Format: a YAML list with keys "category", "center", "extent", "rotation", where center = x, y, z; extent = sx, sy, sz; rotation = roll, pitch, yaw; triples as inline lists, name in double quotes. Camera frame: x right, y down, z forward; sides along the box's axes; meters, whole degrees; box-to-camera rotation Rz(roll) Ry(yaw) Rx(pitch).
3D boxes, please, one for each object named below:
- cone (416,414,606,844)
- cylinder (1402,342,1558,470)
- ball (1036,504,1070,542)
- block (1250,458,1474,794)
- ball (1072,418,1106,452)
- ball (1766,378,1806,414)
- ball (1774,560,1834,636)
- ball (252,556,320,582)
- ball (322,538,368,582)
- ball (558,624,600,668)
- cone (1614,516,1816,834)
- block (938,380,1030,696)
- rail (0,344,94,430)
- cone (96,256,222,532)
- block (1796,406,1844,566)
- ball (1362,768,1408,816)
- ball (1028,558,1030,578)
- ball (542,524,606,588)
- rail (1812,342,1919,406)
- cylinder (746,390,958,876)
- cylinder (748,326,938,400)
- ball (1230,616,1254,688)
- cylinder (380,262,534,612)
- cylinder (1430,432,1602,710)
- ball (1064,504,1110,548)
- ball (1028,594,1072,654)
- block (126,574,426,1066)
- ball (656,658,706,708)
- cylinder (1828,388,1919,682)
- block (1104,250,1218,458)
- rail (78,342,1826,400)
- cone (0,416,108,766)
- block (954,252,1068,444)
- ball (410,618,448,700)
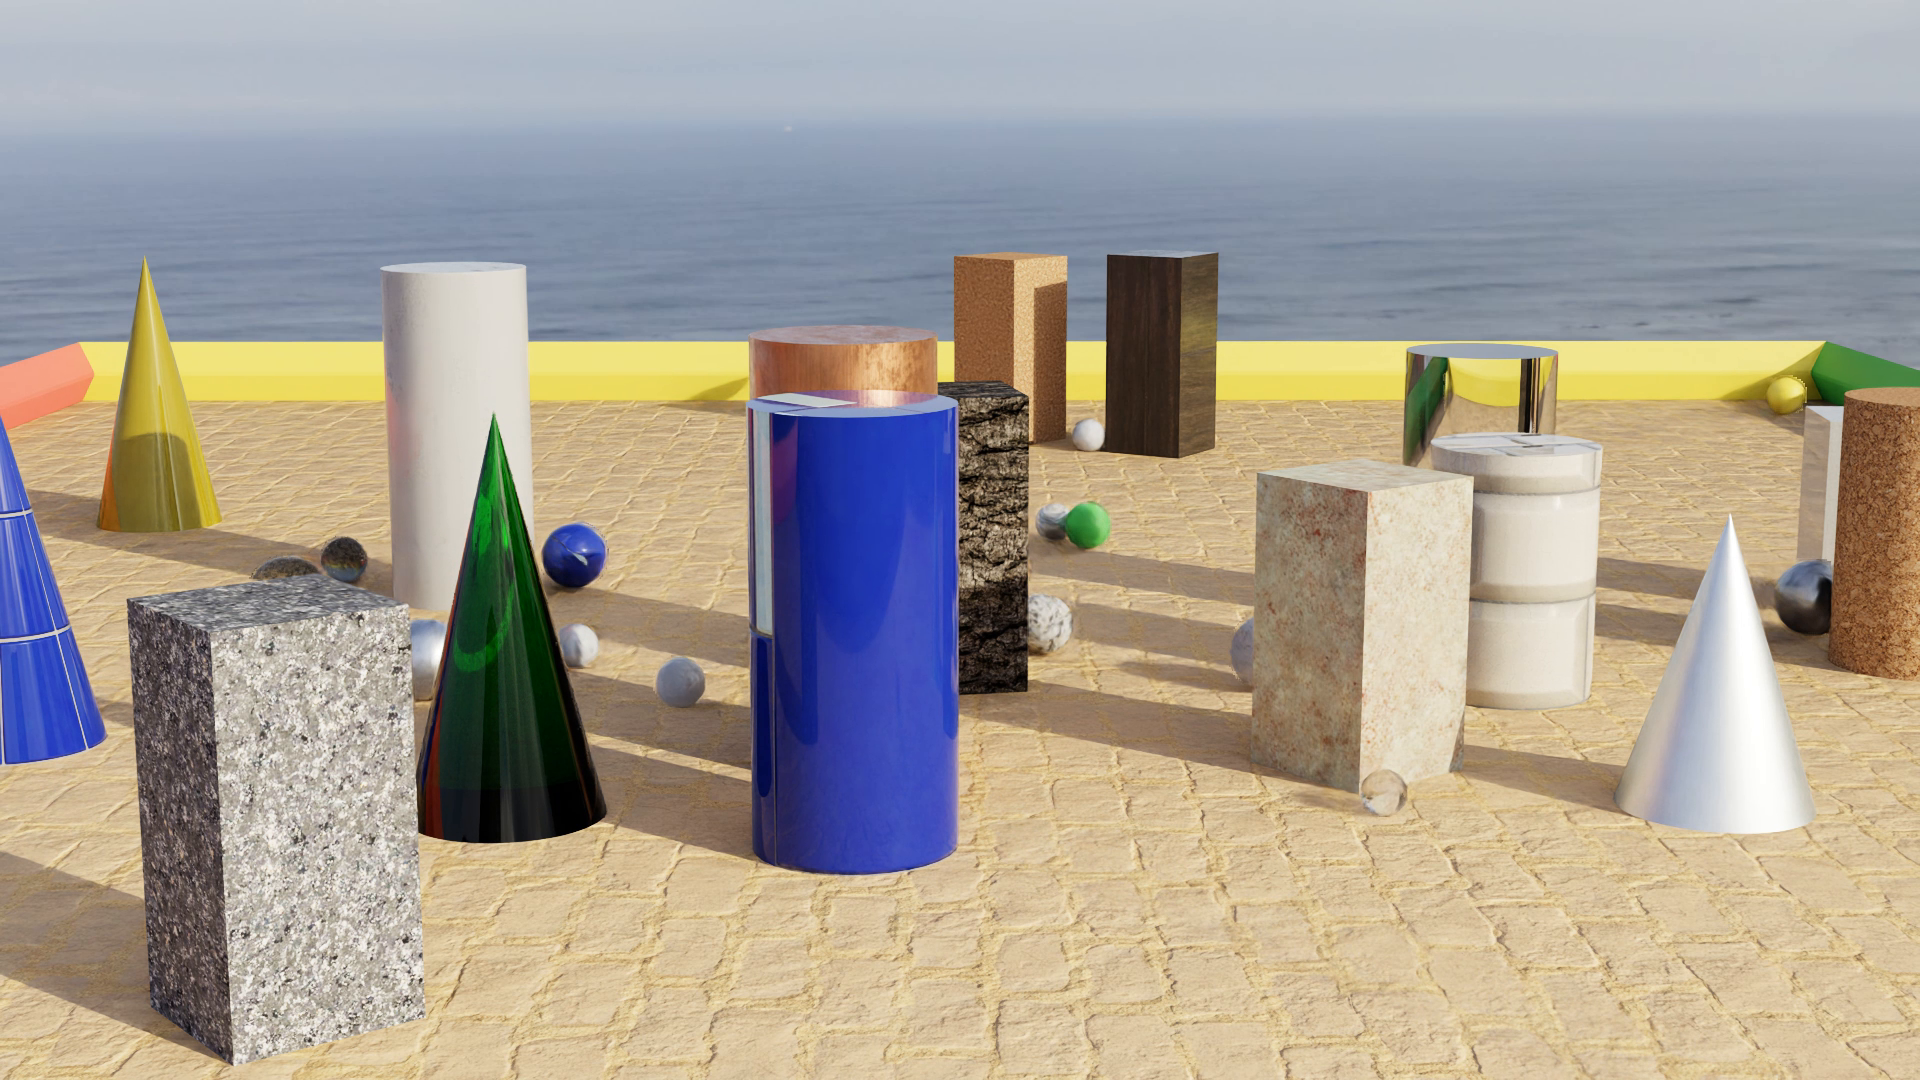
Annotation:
- category: "cone"
  center: [-0.446, 0.073, 2.488]
  extent: [0.195, 0.401, 0.195]
  rotation: [0, 11, 0]
- category: "cylinder"
  center: [0.677, -0.069, 3.361]
  extent: [0.195, 0.360, 0.195]
  rotation: [0, 11, 0]
- category: "ball"
  center: [0.146, -0.027, 3.958]
  extent: [0.060, 0.060, 0.060]
  rotation: [0, 11, 0]
- category: "block"
  center: [0.417, 0.085, 2.670]
  extent: [0.156, 0.310, 0.156]
  rotation: [-8, 13, -37]
- category: "ball"
  center: [0.245, -0.200, 4.881]
  extent: [0.063, 0.063, 0.063]
  rotation: [0, 11, 0]
- category: "ball"
  center: [1.735, -0.302, 5.390]
  extent: [0.078, 0.078, 0.078]
  rotation: [0, 11, 0]
- category: "ball"
  center: [1.100, 0.075, 3.307]
  extent: [0.097, 0.097, 0.097]
  rotation: [0, 11, 0]
- category: "ball"
  center: [-0.875, 0.069, 3.340]
  extent: [0.097, 0.097, 0.097]
  rotation: [0, 11, 0]
- category: "ball"
  center: [-0.876, 0.028, 3.653]
  extent: [0.064, 0.064, 0.064]
  rotation: [0, 11, 0]
- category: "ball"
  center: [-0.468, 0.129, 3.129]
  extent: [0.055, 0.055, 0.055]
  rotation: [0, 11, 0]
- category: "cone"
  center: [0.751, 0.119, 2.529]
  extent: [0.195, 0.295, 0.195]
  rotation: [0, 11, 0]
- category: "block"
  center: [-0.012, -0.004, 3.044]
  extent: [0.156, 0.349, 0.156]
  rotation: [-2, 11, -11]
- category: "rail"
  center: [-1.888, 0.035, 3.438]
  extent: [0.045, 0.127, 4.422]
  rotation: [0, 11, 0]
- category: "cone"
  center: [-1.289, -0.240, 4.094]
  extent: [0.195, 0.429, 0.195]
  rotation: [0, 11, 0]
- category: "block"
  center: [1.231, -0.039, 3.467]
  extent: [0.156, 0.263, 0.156]
  rotation: [1, 11, 6]
- category: "ball"
  center: [0.417, 0.248, 2.518]
  extent: [0.046, 0.046, 0.046]
  rotation: [0, 11, 0]
- category: "ball"
  center: [0.057, 0.039, 3.547]
  extent: [0.081, 0.081, 0.081]
  rotation: [0, 11, 0]
- category: "ball"
  center: [-0.543, 0.022, 3.609]
  extent: [0.091, 0.091, 0.091]
  rotation: [0, 11, 0]
- category: "rail"
  center: [1.888, 0.031, 3.460]
  extent: [0.045, 0.127, 4.422]
  rotation: [0, 11, 0]
- category: "cylinder"
  center: [-0.099, 0.081, 2.387]
  extent: [0.195, 0.420, 0.195]
  rotation: [0, 11, 0]
- category: "cylinder"
  center: [-0.120, 0.010, 2.685]
  extent: [0.195, 0.452, 0.195]
  rotation: [0, 11, 0]
- category: "ball"
  center: [0.363, 0.132, 3.011]
  extent: [0.092, 0.092, 0.092]
  rotation: [0, 11, 0]
- category: "cylinder"
  center: [-0.686, -0.145, 3.514]
  extent: [0.195, 0.455, 0.195]
  rotation: [0, 11, 0]
- category: "cylinder"
  center: [0.644, 0.033, 2.997]
  extent: [0.195, 0.293, 0.195]
  rotation: [0, 11, 0]
- category: "ball"
  center: [0.194, -0.022, 3.905]
  extent: [0.069, 0.069, 0.069]
  rotation: [0, 11, 0]
- category: "ball"
  center: [0.104, 0.105, 3.208]
  extent: [0.074, 0.074, 0.074]
  rotation: [0, 11, 0]
- category: "block"
  center: [-0.523, 0.207, 1.967]
  extent: [0.156, 0.327, 0.156]
  rotation: [-8, 13, -38]
- category: "ball"
  center: [-0.320, 0.163, 2.940]
  extent: [0.058, 0.058, 0.058]
  rotation: [0, 11, 0]
- category: "cylinder"
  center: [1.171, -0.010, 3.128]
  extent: [0.195, 0.330, 0.195]
  rotation: [0, 11, 0]
- category: "block"
  center: [0.383, -0.356, 4.867]
  extent: [0.156, 0.375, 0.156]
  rotation: [6, 12, 31]
- category: "rail"
  center: [-0.013, -0.367, 5.600]
  extent: [3.824, 0.127, 0.045]
  rotation: [0, 11, 0]
- category: "cone"
  center: [-1.028, 0.024, 2.751]
  extent: [0.195, 0.399, 0.195]
  rotation: [0, 11, 0]
- category: "block"
  center: [0.098, -0.375, 5.014]
  extent: [0.156, 0.359, 0.156]
  rotation: [10, 14, 42]
- category: "ball"
  center: [-0.621, 0.138, 2.971]
  extent: [0.095, 0.095, 0.095]
  rotation: [0, 11, 0]
